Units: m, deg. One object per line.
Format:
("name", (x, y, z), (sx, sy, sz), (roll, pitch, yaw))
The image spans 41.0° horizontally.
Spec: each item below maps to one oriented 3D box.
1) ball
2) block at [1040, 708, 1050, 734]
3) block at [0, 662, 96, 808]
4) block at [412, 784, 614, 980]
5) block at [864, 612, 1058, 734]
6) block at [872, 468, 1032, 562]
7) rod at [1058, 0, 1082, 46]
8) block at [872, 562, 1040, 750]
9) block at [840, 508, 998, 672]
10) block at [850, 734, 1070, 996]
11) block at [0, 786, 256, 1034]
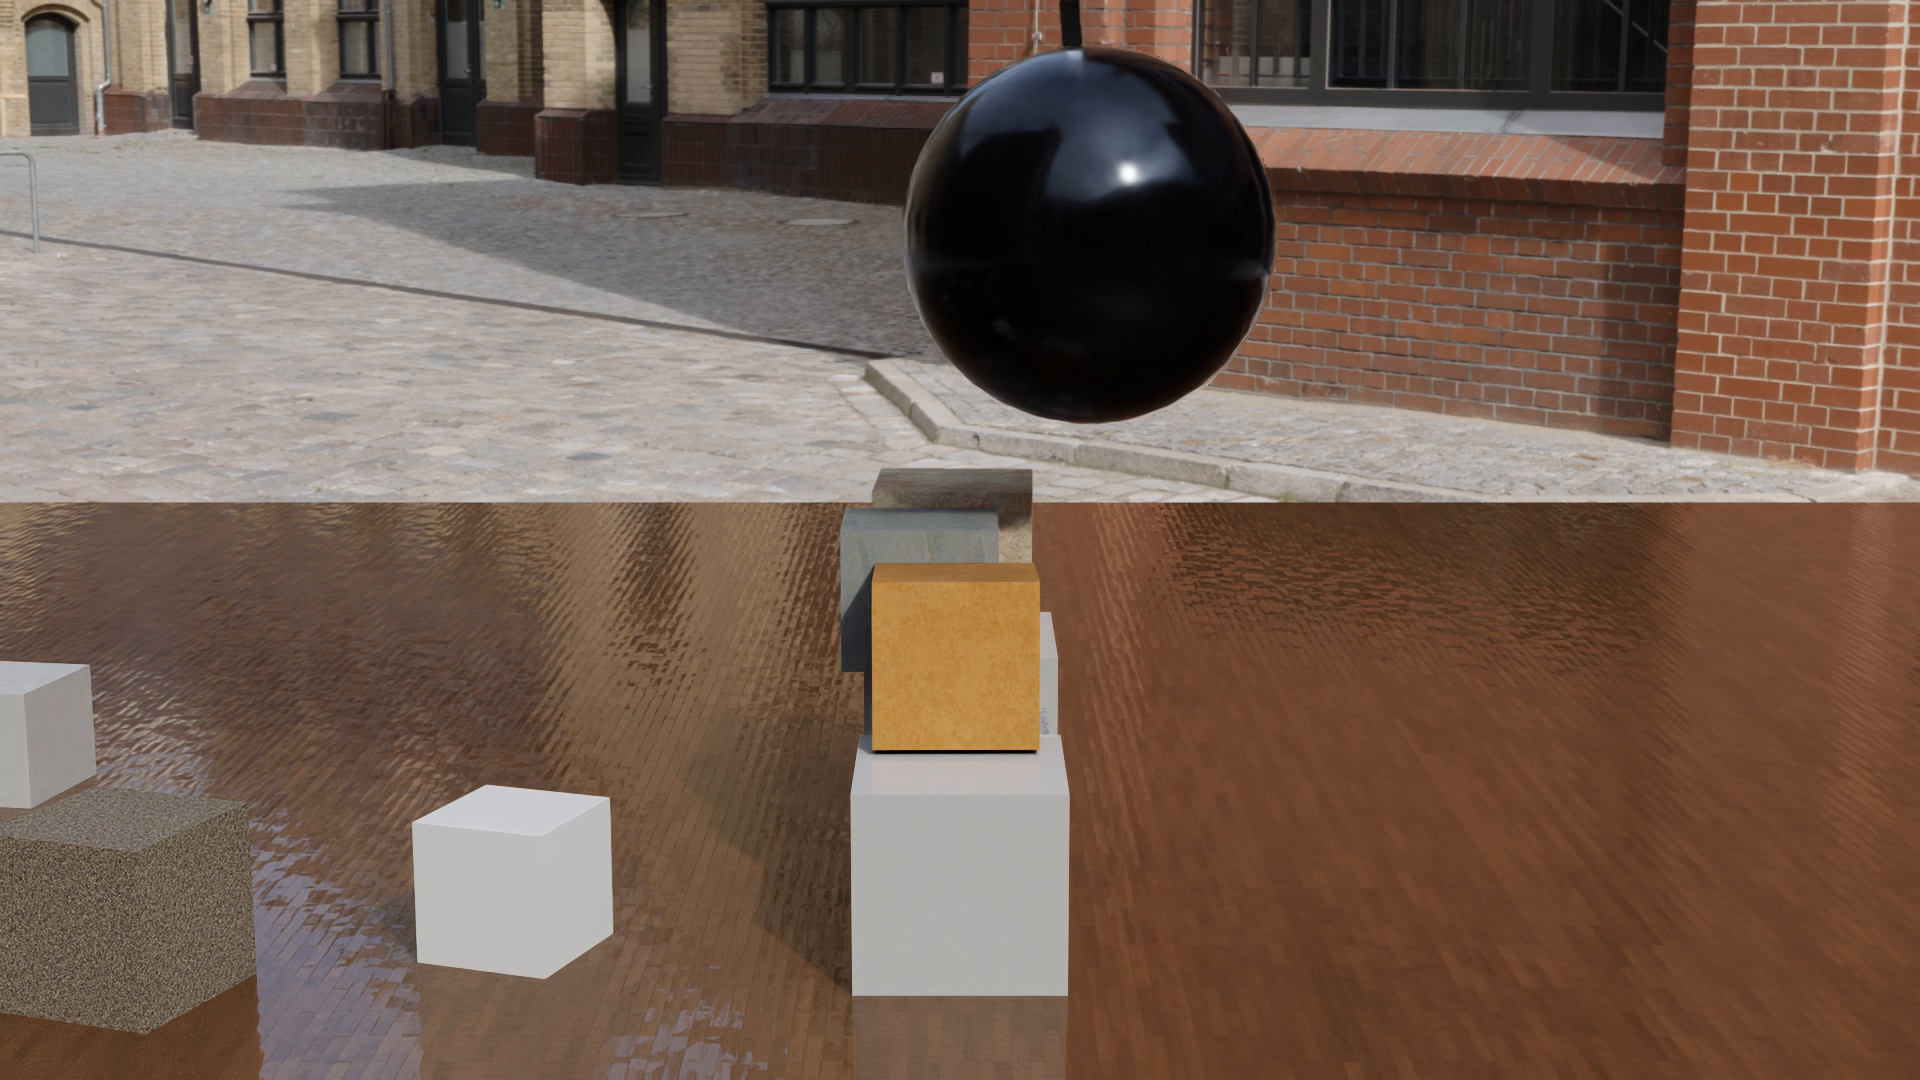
("ball", (0.547, -1.296, 10.945), (1.600, 1.600, 1.600), (0, 10, 0))
("block", (0.015, 1.165, 11.025), (0.722, 0.763, 0.625), (0, 10, 0))
("block", (-4.739, 0.955, 12.725), (0.607, 0.568, 0.637), (2, 10, 10))
("block", (-1.803, 1.373, 10.389), (0.575, 0.581, 0.582), (4, 11, 19))
("block", (0.004, 0.912, 11.797), (0.851, 0.985, 0.966), (0, 10, 0))
("block", (-0.026, 0.058, 11.843), (0.716, 0.679, 0.699), (0, 10, 2))
("rod", (0.237, -4.627, 10.339), (0.080, 5.200, 0.080), (-5, 10, 1))
("block", (-0.020, 0.470, 10.588), (0.671, 0.679, 0.651), (0, 6, -1))
("block", (-0.172, 0.211, 11.193), (0.671, 0.612, 0.584), (0, 10, 0))
("block", (0.000, 1.282, 10.265), (0.833, 0.804, 0.893), (0, 10, 0))
("block", (-3.230, 1.406, 9.875), (0.708, 0.701, 0.690), (4, 11, 20))
